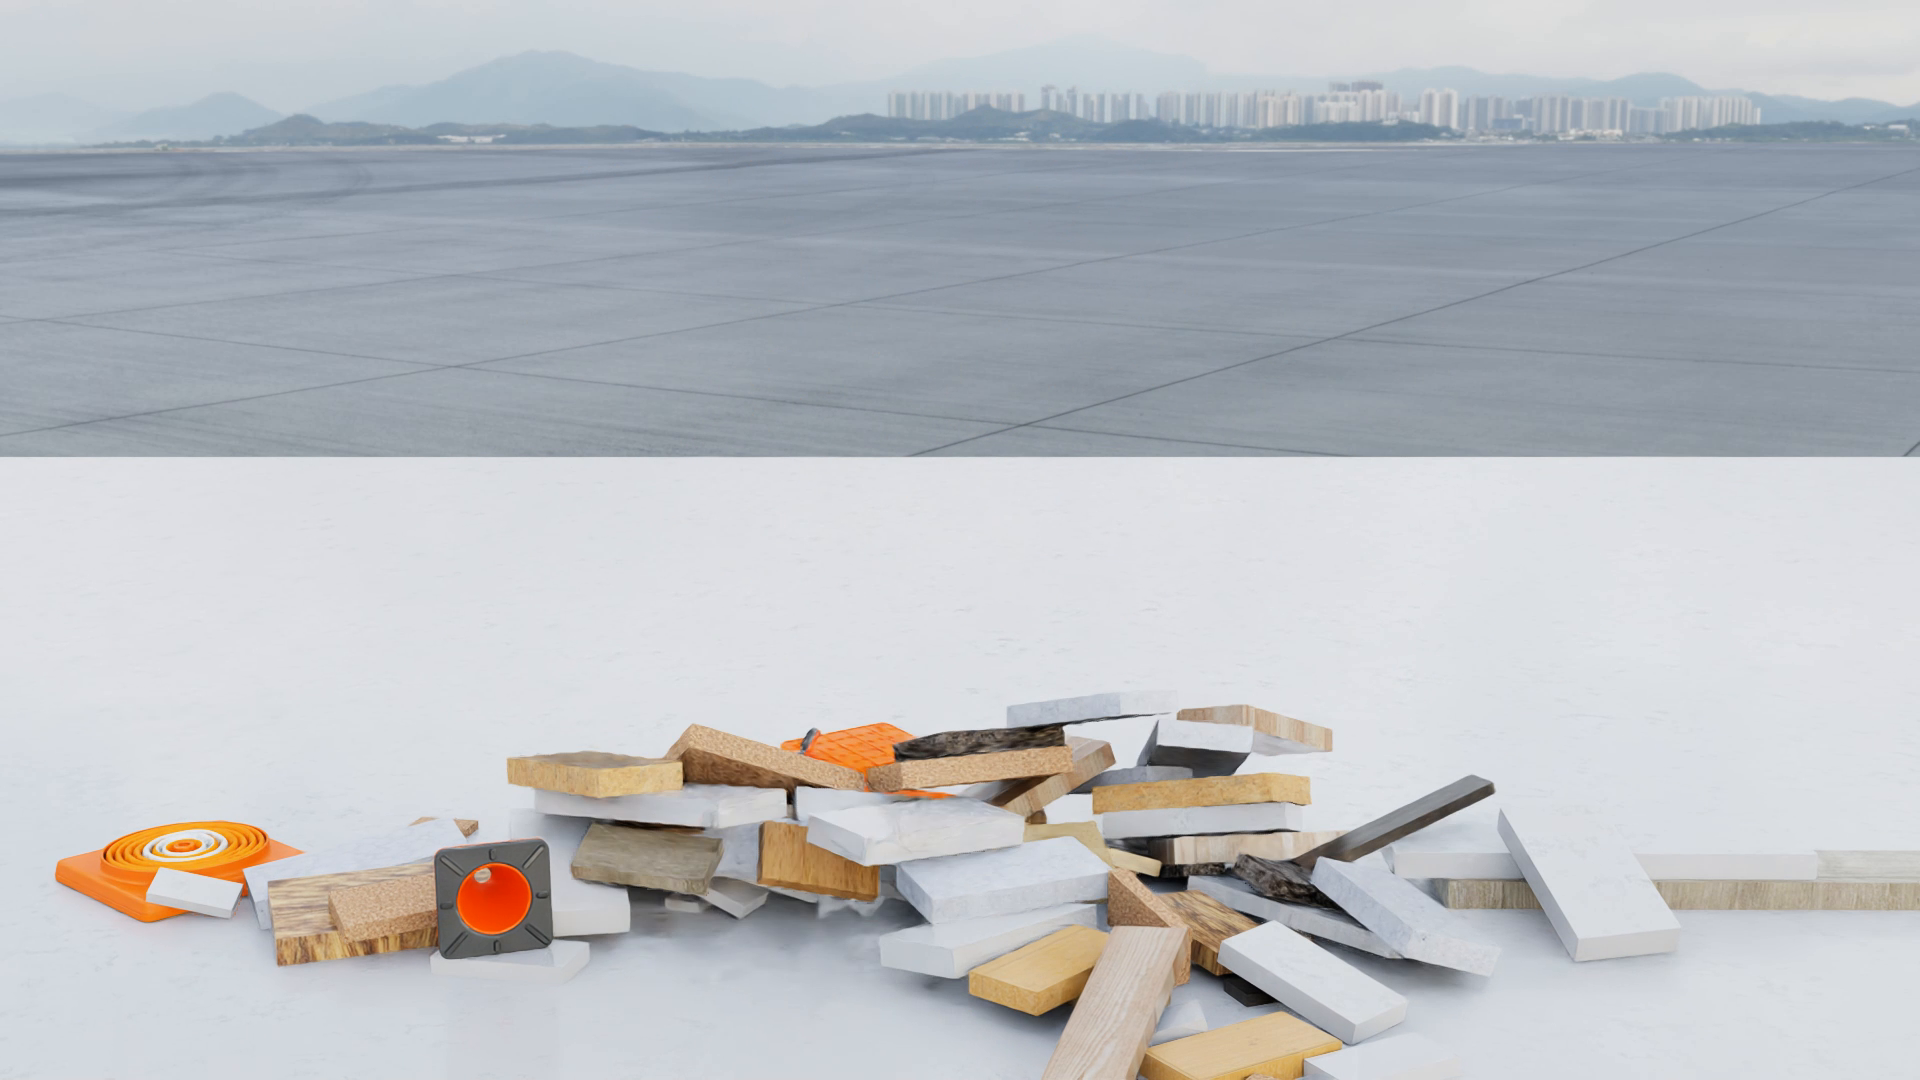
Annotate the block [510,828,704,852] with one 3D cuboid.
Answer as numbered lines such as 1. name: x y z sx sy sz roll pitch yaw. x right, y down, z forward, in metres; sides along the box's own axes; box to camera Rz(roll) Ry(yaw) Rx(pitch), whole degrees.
1. block: -0.578 0.525 3.776 0.347 0.049 0.173 1 -4 3

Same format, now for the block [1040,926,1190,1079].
1. block: 0.215 0.651 3.019 0.109 0.031 0.419 -1 20 19

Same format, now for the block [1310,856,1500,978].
1. block: 0.678 0.575 3.375 0.155 0.044 0.311 16 7 -20

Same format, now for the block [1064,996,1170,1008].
1. block: 0.186 0.647 3.265 0.124 0.035 0.248 -7 13 -33

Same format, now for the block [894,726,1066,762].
1. block: 0.035 0.353 3.775 0.273 0.039 0.136 1 -14 -42

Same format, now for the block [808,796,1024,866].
1. block: -0.068 0.455 3.460 0.310 0.044 0.155 -2 9 -38

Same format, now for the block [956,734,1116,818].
1. block: 0.093 0.439 3.821 0.351 0.041 0.145 -27 16 -31

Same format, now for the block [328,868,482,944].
1. block: -0.862 0.567 3.416 0.211 0.030 0.106 -7 25 -27

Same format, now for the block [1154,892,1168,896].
1. block: 0.300 0.604 3.533 0.079 0.022 0.157 0 11 1

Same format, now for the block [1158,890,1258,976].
1. block: 0.380 0.602 3.388 0.124 0.035 0.248 -4 12 -26

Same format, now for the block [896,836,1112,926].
1. block: 0.070 0.528 3.422 0.304 0.043 0.152 -5 16 -22

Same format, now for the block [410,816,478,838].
1. block: -0.938 0.522 3.993 0.111 0.016 0.055 2 11 11

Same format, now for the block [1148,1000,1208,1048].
1. block: 0.272 0.677 3.050 0.135 0.019 0.068 -16 11 0

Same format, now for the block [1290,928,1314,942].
1. block: 0.500 0.632 3.393 0.068 0.019 0.135 4 11 21

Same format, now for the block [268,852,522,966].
1. block: -0.819 0.577 3.505 0.530 0.049 0.173 -4 24 -21

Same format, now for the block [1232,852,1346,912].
1. block: 0.560 0.557 3.538 0.219 0.031 0.109 15 7 -25

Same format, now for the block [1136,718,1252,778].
1. block: 0.403 0.378 3.841 0.155 0.044 0.444 5 -14 1

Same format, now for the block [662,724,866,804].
1. block: -0.331 0.398 3.655 0.310 0.044 0.155 19 -37 -20

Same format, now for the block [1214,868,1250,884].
1. block: 0.487 0.574 3.702 0.142 0.020 0.071 1 11 4

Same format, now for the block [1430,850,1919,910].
1. block: 1.330 0.566 3.669 1.063 0.047 0.166 0 11 0

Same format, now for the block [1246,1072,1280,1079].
1. block: 0.504 0.742 2.779 0.337 0.027 0.095 7 13 33

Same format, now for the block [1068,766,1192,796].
1. block: 0.295 0.423 3.863 0.107 0.030 0.214 7 -15 -38

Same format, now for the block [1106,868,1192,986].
1. block: 0.286 0.585 3.331 0.027 0.095 0.190 -11 26 -26

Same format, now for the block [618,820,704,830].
1. block: -0.429 0.486 3.866 0.327 0.046 0.163 1 -24 3

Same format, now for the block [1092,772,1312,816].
1. block: 0.410 0.436 3.742 0.331 0.047 0.166 -9 -13 30

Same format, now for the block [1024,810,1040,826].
1. block: 0.078 0.486 3.886 0.124 0.035 0.314 -21 8 7

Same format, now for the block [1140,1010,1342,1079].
1. block: 0.381 0.701 2.977 0.248 0.035 0.124 -7 12 -32

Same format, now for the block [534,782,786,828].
1. block: -0.485 0.419 3.529 0.416 0.043 0.152 -1 0 38

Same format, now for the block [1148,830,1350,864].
1. block: 0.491 0.525 3.746 0.310 0.044 0.155 -1 -9 -12

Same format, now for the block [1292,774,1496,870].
1. block: 0.726 0.479 3.681 0.358 0.020 0.071 -23 11 -13

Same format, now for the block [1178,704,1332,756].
1. block: 0.511 0.330 3.801 0.136 0.039 0.273 -9 -19 41

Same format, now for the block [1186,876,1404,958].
1. block: 0.546 0.595 3.483 0.396 0.030 0.107 11 -1 45

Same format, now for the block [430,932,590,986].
1. block: -0.682 0.636 3.339 0.212 0.030 0.106 2 11 12

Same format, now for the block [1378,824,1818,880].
1. block: 1.057 0.519 3.673 0.688 0.044 0.155 0 11 1
